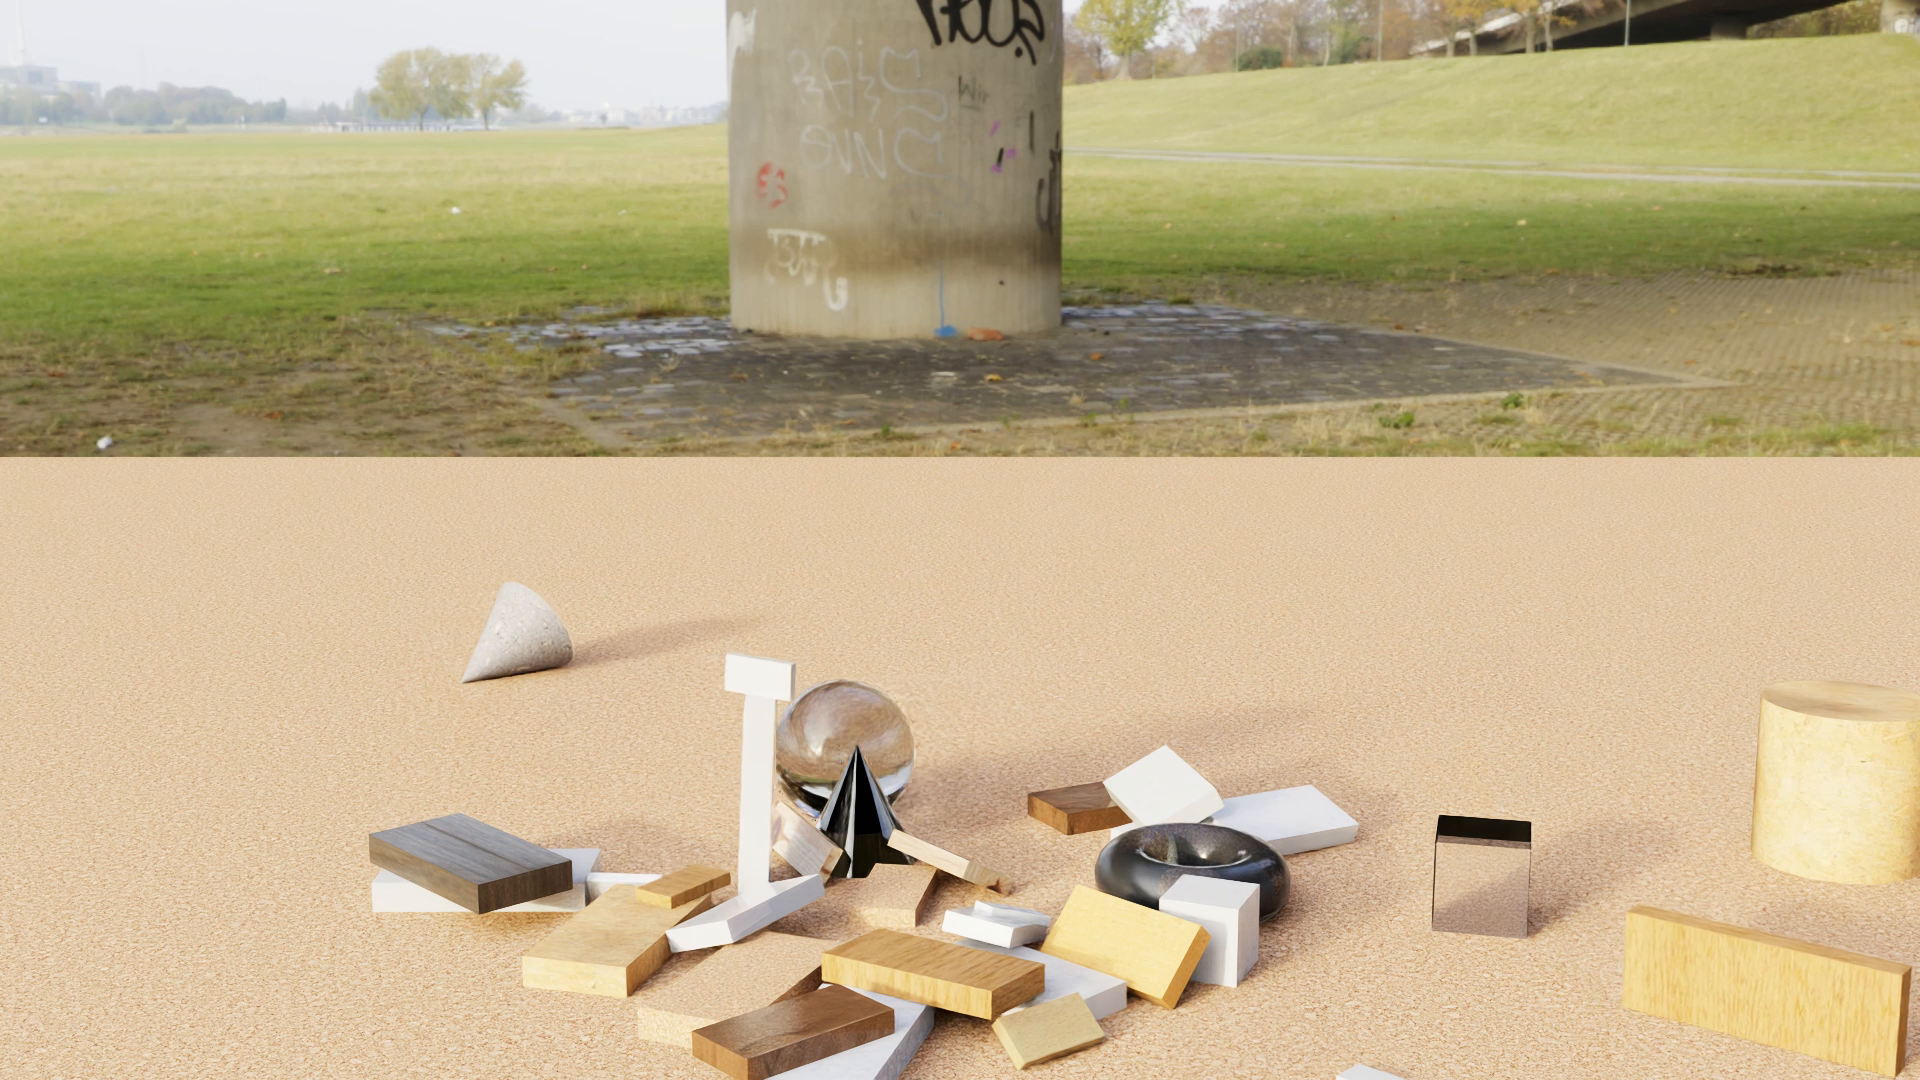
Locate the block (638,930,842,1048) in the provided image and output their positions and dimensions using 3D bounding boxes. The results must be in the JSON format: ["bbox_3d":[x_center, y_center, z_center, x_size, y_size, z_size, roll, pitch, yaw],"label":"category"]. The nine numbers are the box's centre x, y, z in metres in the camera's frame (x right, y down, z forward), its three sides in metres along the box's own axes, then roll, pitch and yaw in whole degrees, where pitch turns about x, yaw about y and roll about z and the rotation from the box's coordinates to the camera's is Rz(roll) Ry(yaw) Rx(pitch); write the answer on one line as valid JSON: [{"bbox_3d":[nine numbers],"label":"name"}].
[{"bbox_3d":[-0.310,0.654,3.198,0.166,0.047,0.332,4,11,22],"label":"block"}]

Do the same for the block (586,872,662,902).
[{"bbox_3d":[-0.545,0.572,3.598,0.121,0.061,0.017,1,42,5],"label":"block"}]

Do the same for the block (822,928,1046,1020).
[{"bbox_3d":[-0.039,0.619,3.153,0.288,0.041,0.144,6,9,32],"label":"block"}]

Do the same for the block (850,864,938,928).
[{"bbox_3d":[-0.107,0.584,3.619,0.107,0.030,0.213,2,11,9],"label":"block"}]

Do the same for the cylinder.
[{"bbox_3d":[1.535,0.417,3.827,0.283,0.283,0.283,0,11,0],"label":"cylinder"}]

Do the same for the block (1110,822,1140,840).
[{"bbox_3d":[0.413,0.522,3.928,0.271,0.038,0.135,-9,14,-40],"label":"block"}]

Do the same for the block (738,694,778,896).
[{"bbox_3d":[-0.334,0.419,3.636,0.049,0.346,0.173,2,10,-3],"label":"block"}]

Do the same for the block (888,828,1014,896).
[{"bbox_3d":[-0.017,0.543,3.710,0.107,0.030,0.213,28,-9,-37],"label":"block"}]

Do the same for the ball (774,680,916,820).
[{"bbox_3d":[-0.215,0.388,4.030,0.266,0.266,0.266,0,11,0],"label":"ball"}]

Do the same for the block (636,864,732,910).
[{"bbox_3d":[-0.444,0.556,3.536,0.073,0.021,0.147,7,13,33],"label":"block"}]

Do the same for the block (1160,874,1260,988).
[{"bbox_3d":[0.378,0.591,3.333,0.121,0.121,0.121,4,11,22],"label":"block"}]

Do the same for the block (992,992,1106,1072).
[{"bbox_3d":[0.123,0.677,3.032,0.147,0.021,0.073,-8,52,-38],"label":"block"}]

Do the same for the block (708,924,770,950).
[{"bbox_3d":[-0.361,0.615,3.487,0.061,0.017,0.137,6,12,29],"label":"block"}]

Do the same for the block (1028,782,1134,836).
[{"bbox_3d":[0.287,0.490,4.095,0.288,0.041,0.144,-6,12,-28],"label":"block"}]

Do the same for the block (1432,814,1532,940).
[{"bbox_3d":[0.839,0.540,3.536,0.147,0.147,0.147,3,11,14],"label":"block"}]

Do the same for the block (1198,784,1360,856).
[{"bbox_3d":[0.560,0.502,3.902,0.271,0.038,0.135,-4,28,-34],"label":"block"}]

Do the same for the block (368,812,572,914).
[{"bbox_3d":[-0.806,0.527,3.607,0.173,0.049,0.346,-10,14,-42],"label":"block"}]

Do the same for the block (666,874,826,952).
[{"bbox_3d":[-0.331,0.581,3.427,0.123,0.035,0.247,-15,1,33],"label":"block"}]

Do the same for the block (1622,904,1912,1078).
[{"bbox_3d":[1.120,0.625,3.074,0.382,0.147,0.042,9,15,39],"label":"block"}]

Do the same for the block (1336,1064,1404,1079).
[{"bbox_3d":[0.558,0.723,2.910,0.106,0.015,0.053,10,14,42],"label":"block"}]

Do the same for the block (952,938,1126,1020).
[{"bbox_3d":[0.088,0.650,3.234,0.288,0.041,0.144,10,14,43],"label":"block"}]

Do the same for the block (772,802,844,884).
[{"bbox_3d":[-0.276,0.526,3.812,0.021,0.073,0.274,30,-3,-25],"label":"block"}]

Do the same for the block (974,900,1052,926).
[{"bbox_3d":[0.081,0.575,3.383,0.106,0.015,0.053,14,-3,-28],"label":"block"}]

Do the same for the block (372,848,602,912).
[{"bbox_3d":[-0.784,0.566,3.665,0.346,0.049,0.173,0,11,0],"label":"block"}]

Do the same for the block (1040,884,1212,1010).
[{"bbox_3d":[0.244,0.604,3.280,0.247,0.123,0.035,11,-28,45],"label":"block"}]

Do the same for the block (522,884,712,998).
[{"bbox_3d":[-0.524,0.616,3.402,0.166,0.047,0.332,3,11,15],"label":"block"}]

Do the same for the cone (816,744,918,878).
[{"bbox_3d":[-0.178,0.455,3.827,0.208,0.208,0.208,0,11,0],"label":"cone"}]

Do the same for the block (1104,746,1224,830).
[{"bbox_3d":[0.360,0.453,3.923,0.135,0.038,0.271,-30,16,-6],"label":"block"}]

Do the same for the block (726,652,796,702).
[{"bbox_3d":[-0.325,0.223,3.584,0.121,0.061,0.017,8,11,24],"label":"block"}]

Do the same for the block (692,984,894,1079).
[{"bbox_3d":[-0.221,0.659,2.944,0.247,0.035,0.123,-9,14,-41],"label":"block"}]

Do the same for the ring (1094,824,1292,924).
[{"bbox_3d":[0.380,0.550,3.595,0.321,0.107,0.321,1,12,0],"label":"ring"}]

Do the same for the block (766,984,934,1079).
[{"bbox_3d":[-0.160,0.693,2.984,0.166,0.047,0.332,3,11,15],"label":"block"}]

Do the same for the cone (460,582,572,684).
[{"bbox_3d":[-1.076,0.264,5.128,0.242,0.242,0.242,10,41,43],"label":"cone"}]

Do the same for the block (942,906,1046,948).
[{"bbox_3d":[0.056,0.592,3.374,0.107,0.030,0.213,12,-3,17],"label":"block"}]
